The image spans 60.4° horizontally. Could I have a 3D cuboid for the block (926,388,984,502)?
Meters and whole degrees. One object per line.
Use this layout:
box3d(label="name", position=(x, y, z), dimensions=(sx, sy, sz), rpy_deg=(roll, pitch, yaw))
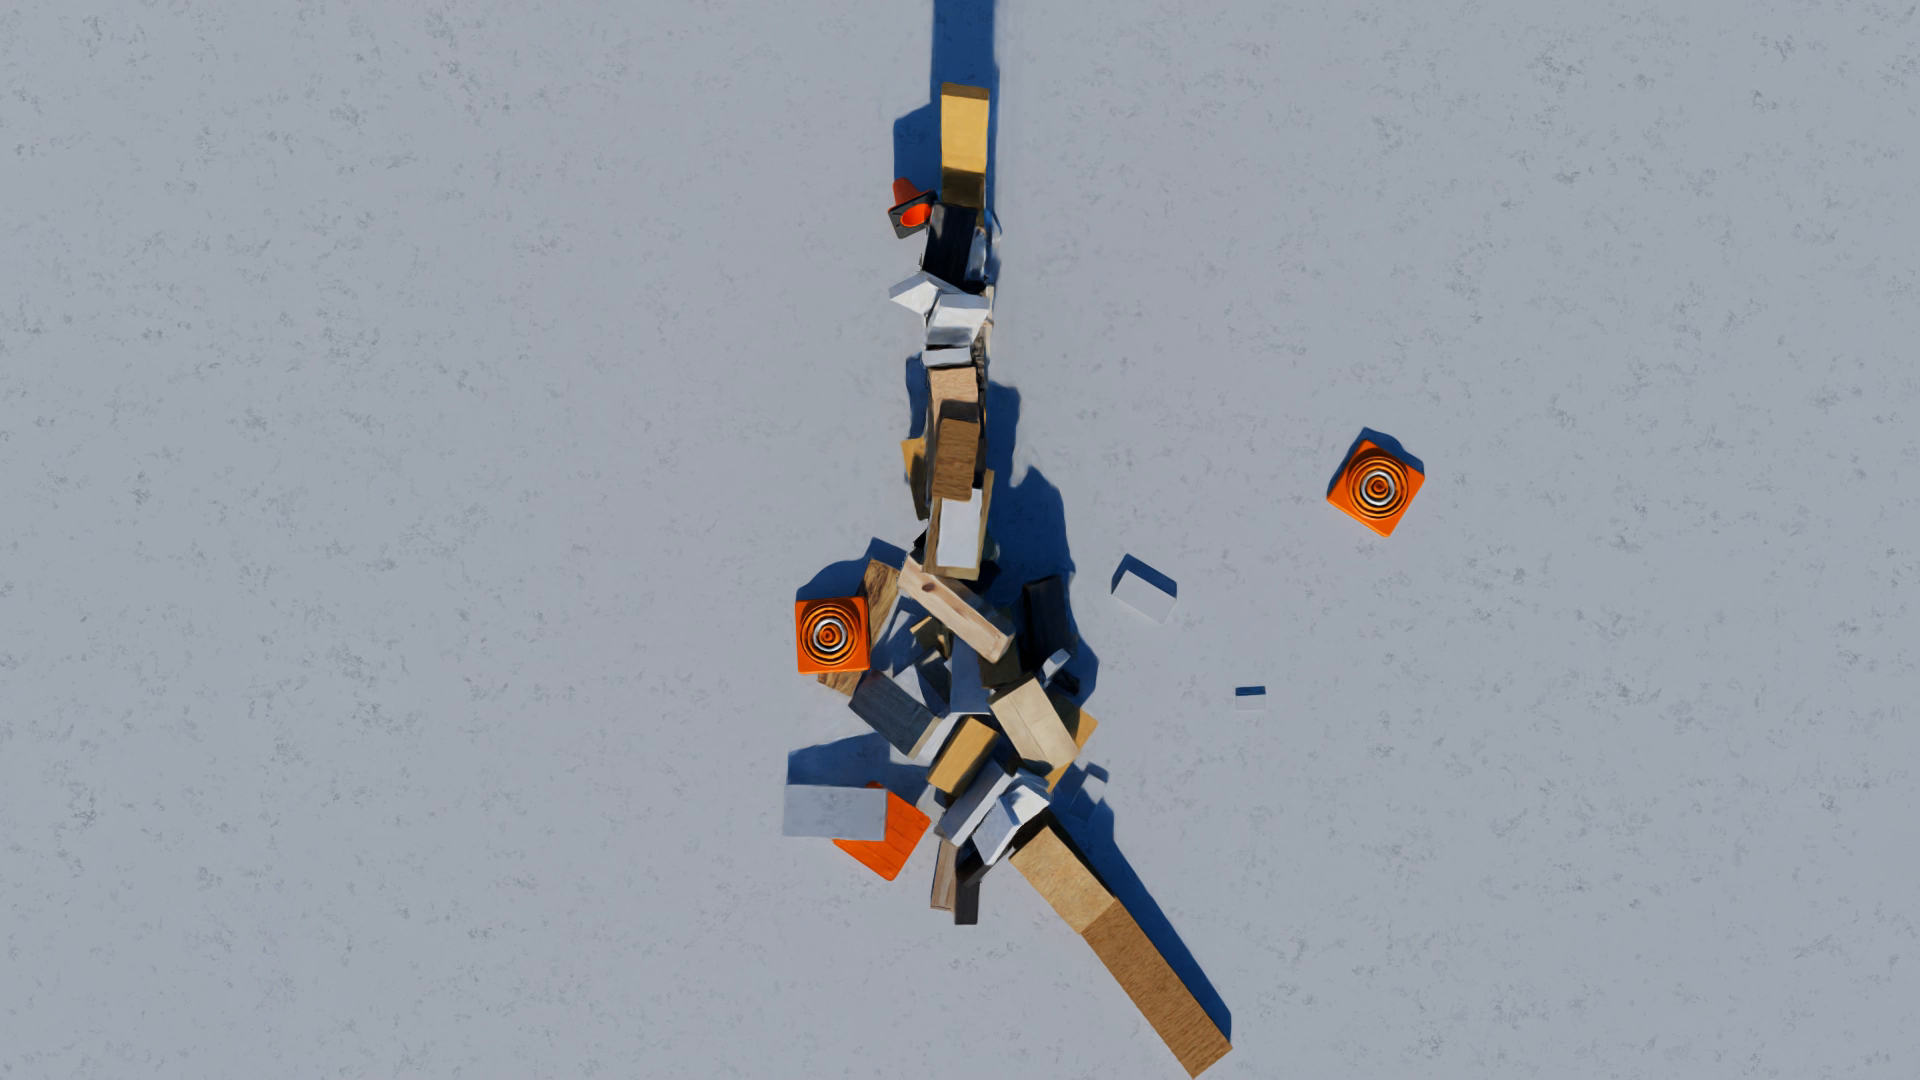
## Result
box3d(label="block", position=(-0.016, -0.299, 5.195), dimensions=(0.175, 0.050, 0.351), rpy_deg=(-1, 107, -7))

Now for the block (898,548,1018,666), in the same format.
box3d(label="block", position=(-0.012, 0.211, 5.241), dimensions=(0.415, 0.170, 0.048), rpy_deg=(39, 54, 13))

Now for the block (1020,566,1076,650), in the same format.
box3d(label="block", position=(0.292, 0.231, 5.466), dimensions=(0.059, 0.017, 0.301), rpy_deg=(27, 80, 0))

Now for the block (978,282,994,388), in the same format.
box3d(label="block", position=(0.012, -0.650, 5.217), dimensions=(0.170, 0.048, 0.339), rpy_deg=(3, 119, -1))

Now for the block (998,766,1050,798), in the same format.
box3d(label="block", position=(0.195, 0.833, 5.362), dimensions=(0.112, 0.032, 0.223), rpy_deg=(27, 132, -3))

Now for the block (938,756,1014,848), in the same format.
box3d(label="block", position=(0.050, 0.846, 5.352), dimensions=(0.039, 0.136, 0.284), rpy_deg=(37, 94, -25))

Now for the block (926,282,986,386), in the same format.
box3d(label="block", position=(-0.015, -0.629, 5.057), dimensions=(0.176, 0.050, 0.351), rpy_deg=(-2, 132, -3))

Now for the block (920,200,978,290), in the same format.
box3d(label="block", position=(-0.037, -0.856, 4.833), dimensions=(0.127, 0.036, 0.254), rpy_deg=(8, 118, -9))

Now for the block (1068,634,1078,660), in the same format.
box3d(label="block", position=(0.308, 0.355, 5.488), dimensions=(0.164, 0.023, 0.082), rpy_deg=(1, 90, 0))

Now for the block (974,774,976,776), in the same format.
box3d(label="block", position=(0.005, 0.779, 5.487), dimensions=(0.089, 0.025, 0.178), rpy_deg=(-1, 90, 0))

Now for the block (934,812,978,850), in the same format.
box3d(label="block", position=(-0.008, 0.964, 5.449), dimensions=(0.145, 0.021, 0.072), rpy_deg=(25, 99, -8))

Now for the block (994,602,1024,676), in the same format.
box3d(label="block", position=(0.126, 0.337, 5.449), dimensions=(0.126, 0.036, 0.252), rpy_deg=(-7, 85, -13))

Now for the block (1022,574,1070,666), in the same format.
box3d(label="block", position=(0.283, 0.261, 5.392), dimensions=(0.136, 0.039, 0.273), rpy_deg=(-16, 107, -31))

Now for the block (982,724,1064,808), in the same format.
box3d(label="block", position=(0.191, 0.762, 5.449), dimensions=(0.159, 0.045, 0.318), rpy_deg=(-35, 101, 0))

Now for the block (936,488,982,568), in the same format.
box3d(label="block", position=(-0.003, -0.039, 5.092), dimensions=(0.122, 0.035, 0.244), rpy_deg=(4, 94, -9))

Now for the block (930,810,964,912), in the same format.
box3d(label="block", position=(-0.032, 1.055, 5.489), dimensions=(0.076, 0.021, 0.355), rpy_deg=(10, 90, 0))

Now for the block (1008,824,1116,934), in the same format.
box3d(label="block", position=(0.333, 1.108, 5.391), dimensions=(0.167, 0.047, 0.335), rpy_deg=(-42, 93, 0))

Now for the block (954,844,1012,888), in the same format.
box3d(label="block", position=(0.076, 1.053, 5.440), dimensions=(0.195, 0.098, 0.028), rpy_deg=(-43, 114, -6))

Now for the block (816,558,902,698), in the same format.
box3d(label="block", position=(-0.327, 0.291, 5.482), dimensions=(0.126, 0.036, 0.447), rpy_deg=(24, 90, 0))

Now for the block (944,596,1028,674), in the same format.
box3d(label="block", position=(0.133, 0.306, 5.414), dimensions=(0.417, 0.028, 0.098), rpy_deg=(-41, 86, -11))

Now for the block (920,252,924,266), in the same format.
box3d(label="block", position=(-0.037, -0.883, 5.192), dimensions=(0.170, 0.426, 0.048), rpy_deg=(-5, 102, 1))

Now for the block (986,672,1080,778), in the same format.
box3d(label="block", position=(0.236, 0.598, 5.283), dimensions=(0.170, 0.048, 0.339), rpy_deg=(-32, 117, -2))

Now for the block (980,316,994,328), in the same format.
box3d(label="block", position=(0.046, -0.653, 4.958), dimensions=(0.099, 0.050, 0.014), rpy_deg=(-2, 77, 28))

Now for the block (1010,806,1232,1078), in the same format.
box3d(label="block", position=(0.528, 1.330, 5.453), dimensions=(0.167, 0.047, 1.014), rpy_deg=(-38, 93, 0))

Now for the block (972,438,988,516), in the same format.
box3d(label="block", position=(0.013, -0.199, 5.117), dimensions=(0.122, 0.035, 0.244), rpy_deg=(5, 94, -9))

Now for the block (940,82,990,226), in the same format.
box3d(label="block", position=(0.013, -1.086, 4.877), dimensions=(0.127, 0.975, 0.036), rpy_deg=(8, 77, 2))

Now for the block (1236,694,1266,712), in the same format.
box3d(label="block", position=(0.969, 0.541, 5.493), dimensions=(0.099, 0.014, 0.050), rpy_deg=(-3, 90, 0))

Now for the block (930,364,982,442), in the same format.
box3d(label="block", position=(-0.012, -0.396, 5.119), dimensions=(0.140, 0.040, 0.281), rpy_deg=(-7, 108, -5))

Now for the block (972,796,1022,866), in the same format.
box3d(label="block", position=(0.117, 0.941, 5.332), dimensions=(0.032, 0.223, 0.112), rpy_deg=(-2, 48, -34))

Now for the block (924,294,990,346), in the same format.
box3d(label="block", position=(-0.011, -0.640, 4.823), dimensions=(0.140, 0.392, 0.040), rpy_deg=(2, 81, -8))

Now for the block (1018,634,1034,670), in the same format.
box3d(label="block", position=(0.212, 0.371, 5.474), dimensions=(0.059, 0.017, 0.119), rpy_deg=(-9, 85, 28))

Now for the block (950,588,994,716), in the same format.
box3d(label="block", position=(0.041, 0.360, 5.352), dimensions=(0.127, 0.036, 0.422), rpy_deg=(0, 68, 6))

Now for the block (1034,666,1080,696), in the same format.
box3d(label="block", position=(0.319, 0.446, 5.447), dimensions=(0.164, 0.082, 0.023), rpy_deg=(32, 112, -8))

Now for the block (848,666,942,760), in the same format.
box3d(label="block", position=(-0.216, 0.564, 5.384), dimensions=(0.318, 0.045, 0.159), rpy_deg=(35, 90, 38))
